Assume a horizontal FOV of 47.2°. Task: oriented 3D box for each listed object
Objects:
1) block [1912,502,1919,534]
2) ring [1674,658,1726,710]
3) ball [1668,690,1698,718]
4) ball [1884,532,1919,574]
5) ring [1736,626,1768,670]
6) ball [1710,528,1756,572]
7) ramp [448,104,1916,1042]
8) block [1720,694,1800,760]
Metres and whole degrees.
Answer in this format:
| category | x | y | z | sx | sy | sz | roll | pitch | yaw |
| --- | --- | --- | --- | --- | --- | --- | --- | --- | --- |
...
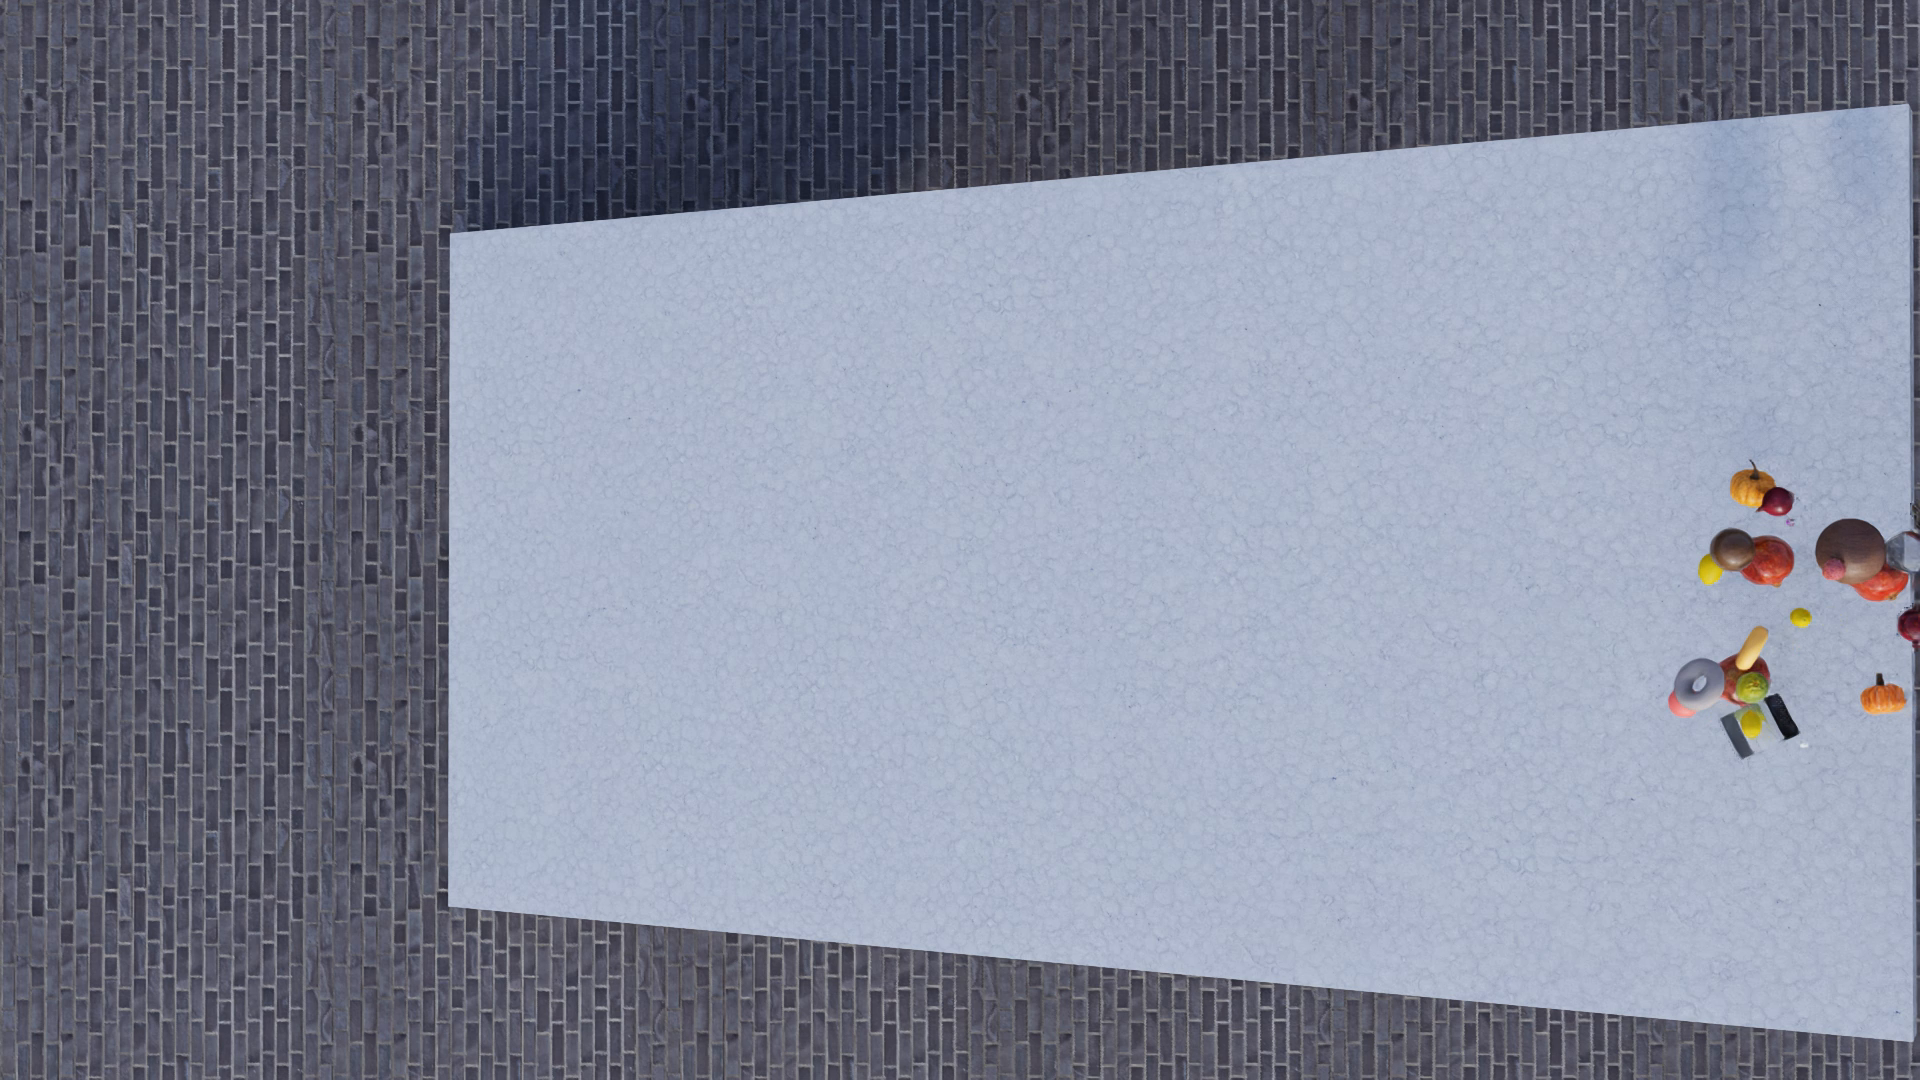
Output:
| category | x | y | z | sx | sy | sz | roll | pitch | yaw |
| --- | --- | --- | --- | --- | --- | --- | --- | --- | --- |
| block | 1.848 | -0.043 | 4.128 | 0.075 | 0.075 | 0.075 | -10 | 76 | -1 |
| ring | 1.521 | 0.297 | 4.525 | 0.037 | 0.112 | 0.112 | 26 | 89 | -34 |
| ball | 1.559 | 0.349 | 4.733 | 0.067 | 0.067 | 0.067 | 0 | 89 | 0 |
| ball | 1.923 | 0.025 | 4.470 | 0.086 | 0.086 | 0.086 | 0 | 89 | 0 |
| ring | 1.638 | 0.224 | 4.548 | 0.033 | 0.100 | 0.100 | 29 | 89 | 17 |
| ball | 1.517 | 0.019 | 4.318 | 0.086 | 0.086 | 0.086 | 0 | 89 | 0 |
| ramp | 0.277 | 0.078 | 5.657 | 4.000 | 0.100 | 2.000 | 0 | 89 | 28 |
| block | 1.667 | 0.388 | 4.583 | 0.095 | 0.095 | 0.095 | -11 | 71 | -43 |
